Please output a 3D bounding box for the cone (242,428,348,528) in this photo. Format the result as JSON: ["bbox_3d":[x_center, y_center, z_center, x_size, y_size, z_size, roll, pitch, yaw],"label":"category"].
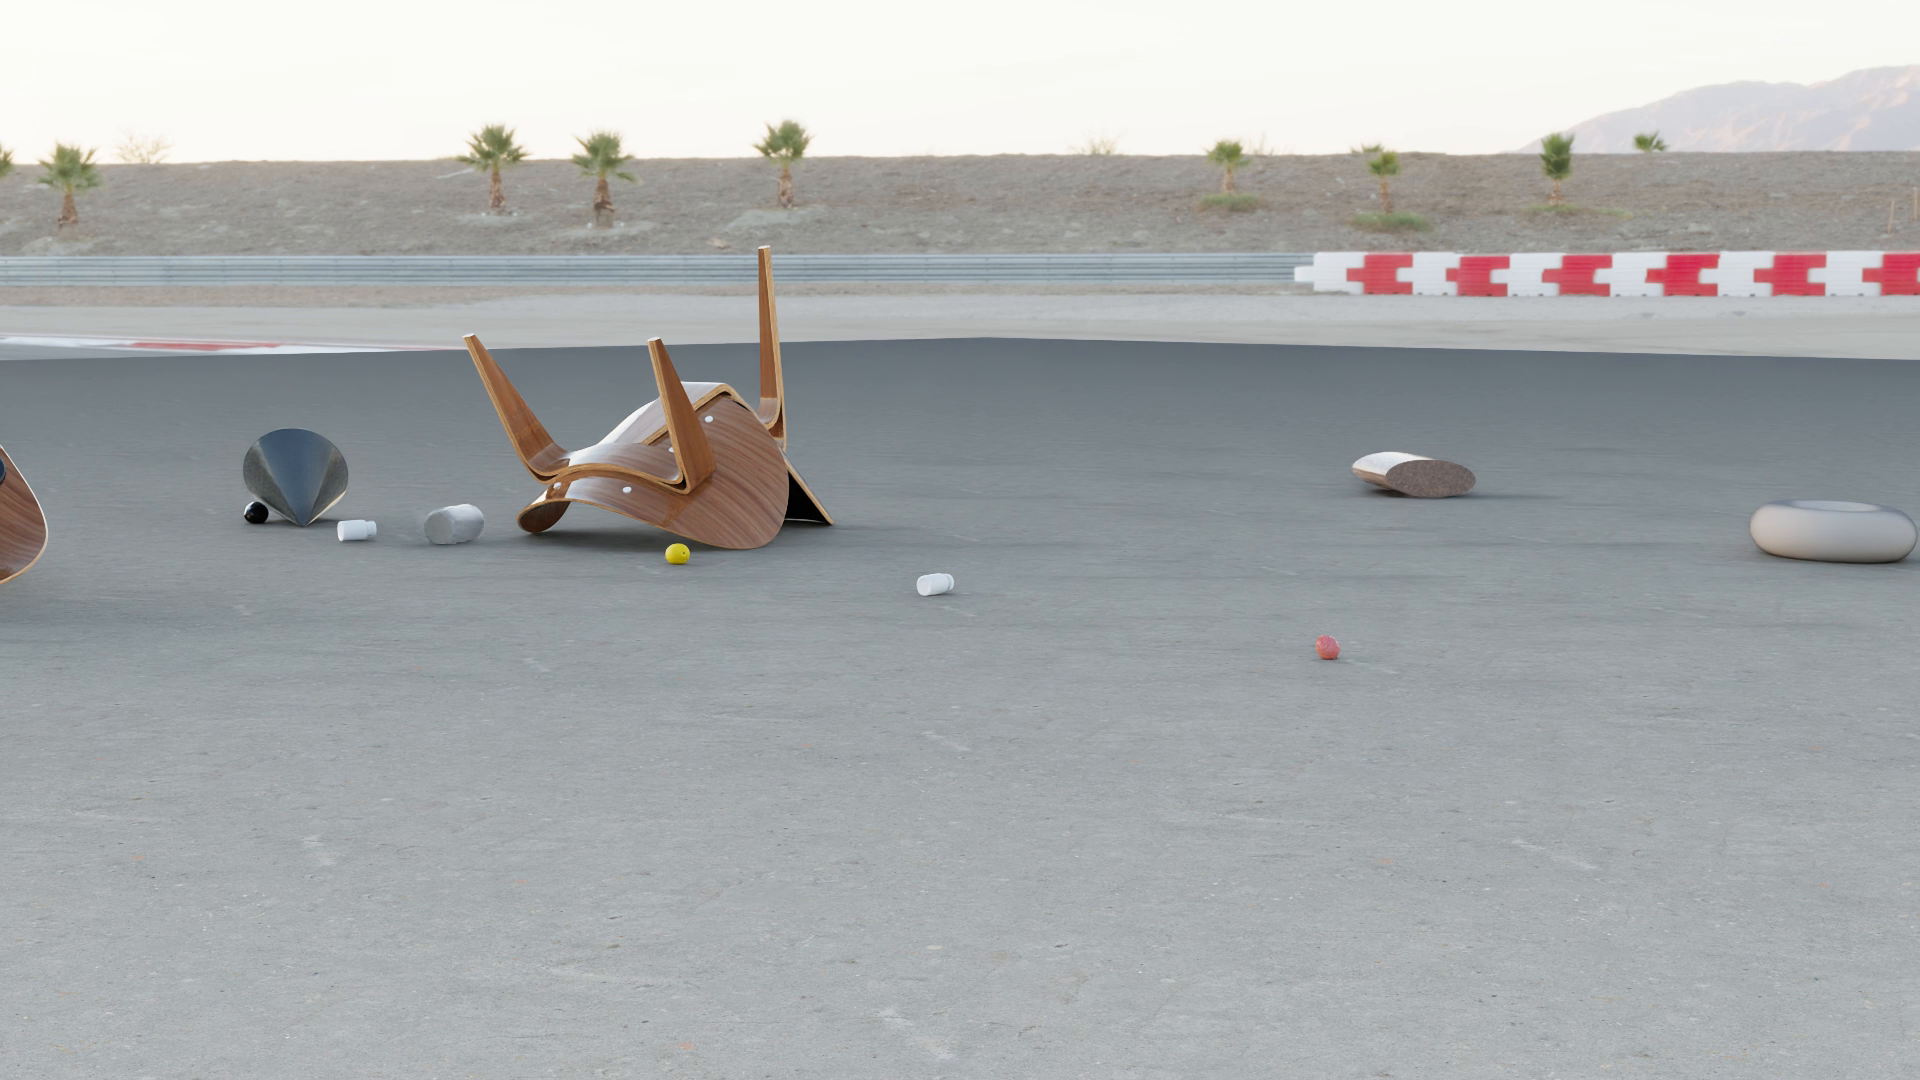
[{"bbox_3d":[-1.752,-0.105,6.809,0.267,0.312,0.234,-23,43,-1],"label":"cone"}]

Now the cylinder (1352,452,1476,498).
[{"bbox_3d":[1.376,-0.199,7.790,0.284,0.113,0.310,2,5,-10],"label":"cylinder"}]

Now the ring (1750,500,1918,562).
[{"bbox_3d":[2.051,-0.021,6.037,0.314,0.122,0.419,-4,8,-30],"label":"ring"}]
